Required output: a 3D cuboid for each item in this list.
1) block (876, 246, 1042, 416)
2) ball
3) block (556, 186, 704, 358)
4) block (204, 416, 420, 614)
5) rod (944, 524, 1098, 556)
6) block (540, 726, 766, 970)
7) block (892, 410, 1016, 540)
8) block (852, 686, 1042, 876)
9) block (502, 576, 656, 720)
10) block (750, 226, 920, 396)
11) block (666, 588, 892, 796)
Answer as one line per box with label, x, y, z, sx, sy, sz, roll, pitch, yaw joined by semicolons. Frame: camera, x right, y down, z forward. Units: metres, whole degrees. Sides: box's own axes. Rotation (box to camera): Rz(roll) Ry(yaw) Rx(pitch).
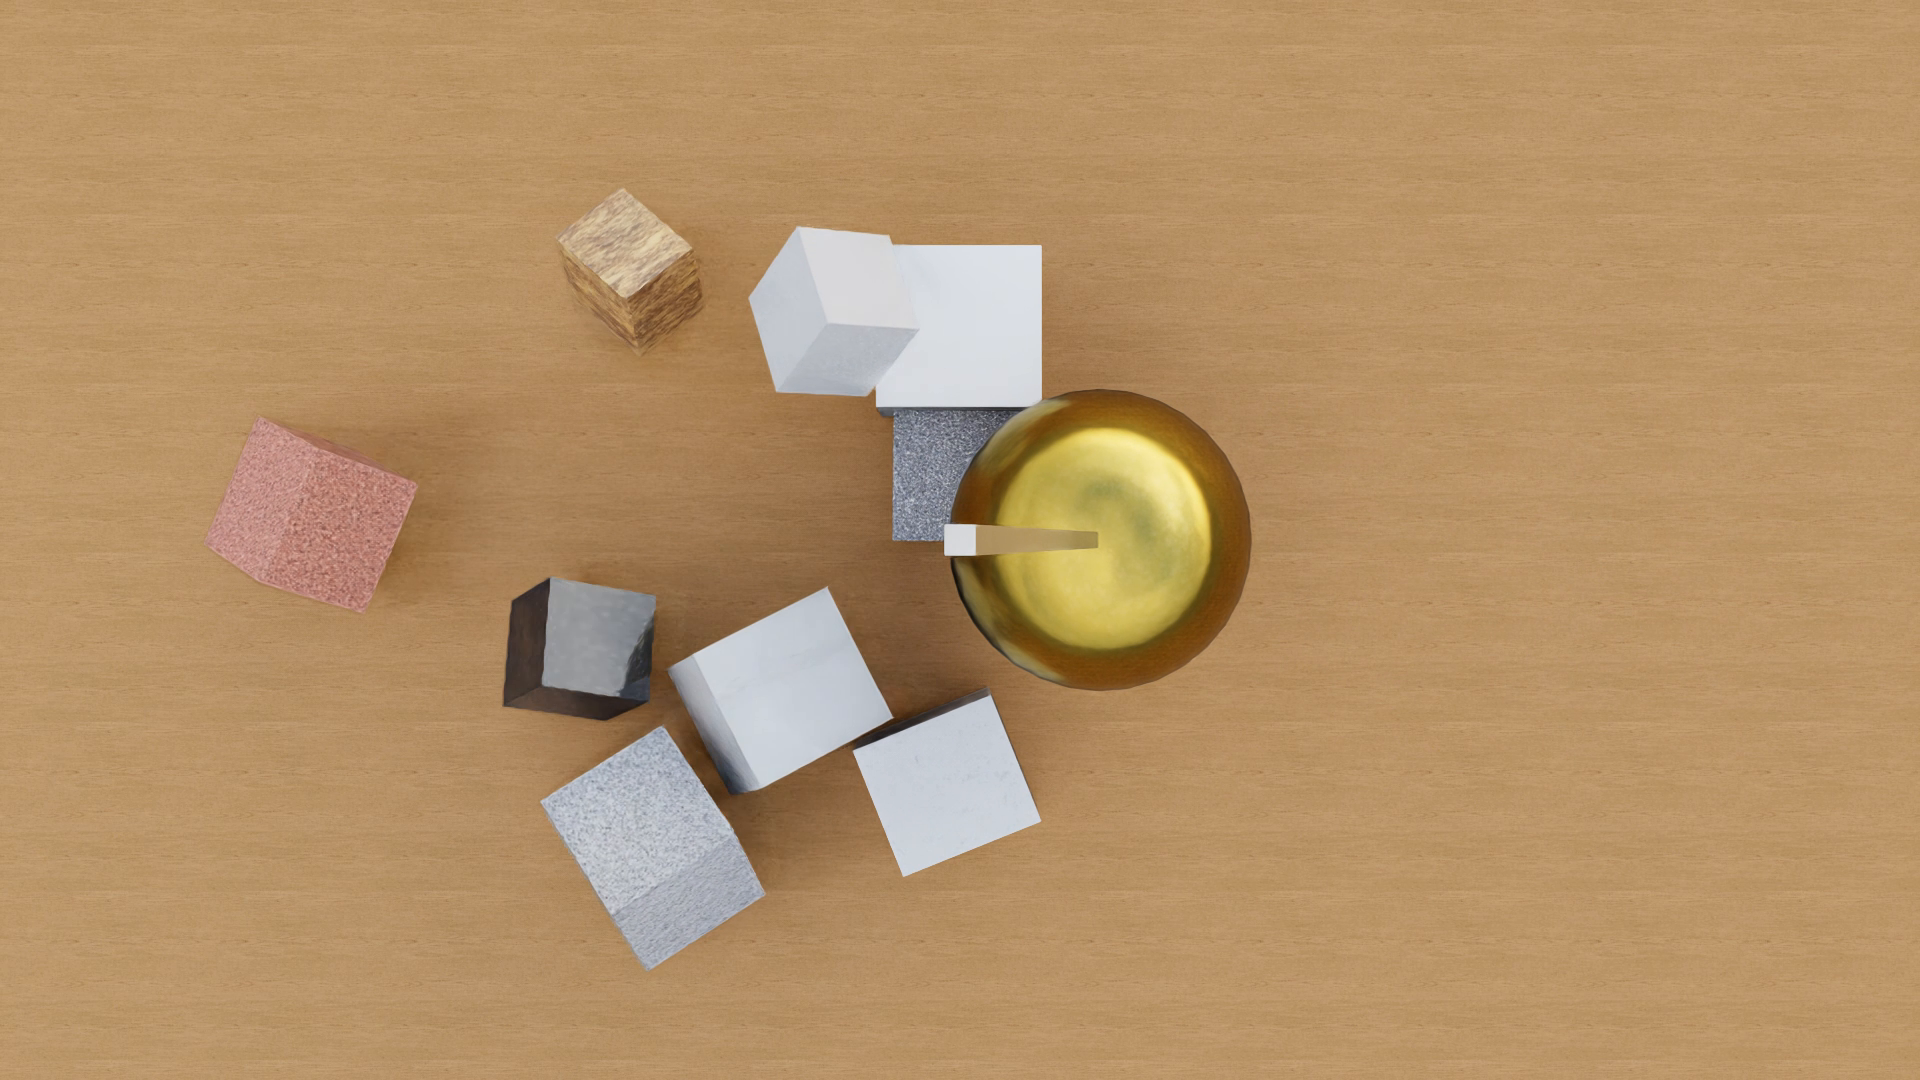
block;-0.007;-1.170;12.511;0.904;0.978;0.882;0;90;0
ball;0.736;0.000;11.616;1.600;1.600;1.600;0;90;0
block;-1.873;-1.524;12.535;0.606;0.584;0.493;41;70;20
block;-3.684;-0.147;12.488;0.659;0.789;0.798;23;90;-45
rod;0.319;0.000;8.242;0.080;5.200;0.080;0;90;7
block;-1.714;1.735;12.362;0.786;0.829;0.830;-32;59;-12
block;0.010;-0.359;12.669;0.771;0.661;0.732;1;90;0
block;-0.072;1.370;12.622;0.829;0.755;0.757;-22;90;0
block;-2.164;0.629;12.504;0.636;0.595;0.619;12;70;-30
block;-0.684;-1.222;11.843;0.565;0.631;0.625;0;59;-33
block;-1.034;0.869;12.483;0.849;0.790;0.821;-27;90;-20
